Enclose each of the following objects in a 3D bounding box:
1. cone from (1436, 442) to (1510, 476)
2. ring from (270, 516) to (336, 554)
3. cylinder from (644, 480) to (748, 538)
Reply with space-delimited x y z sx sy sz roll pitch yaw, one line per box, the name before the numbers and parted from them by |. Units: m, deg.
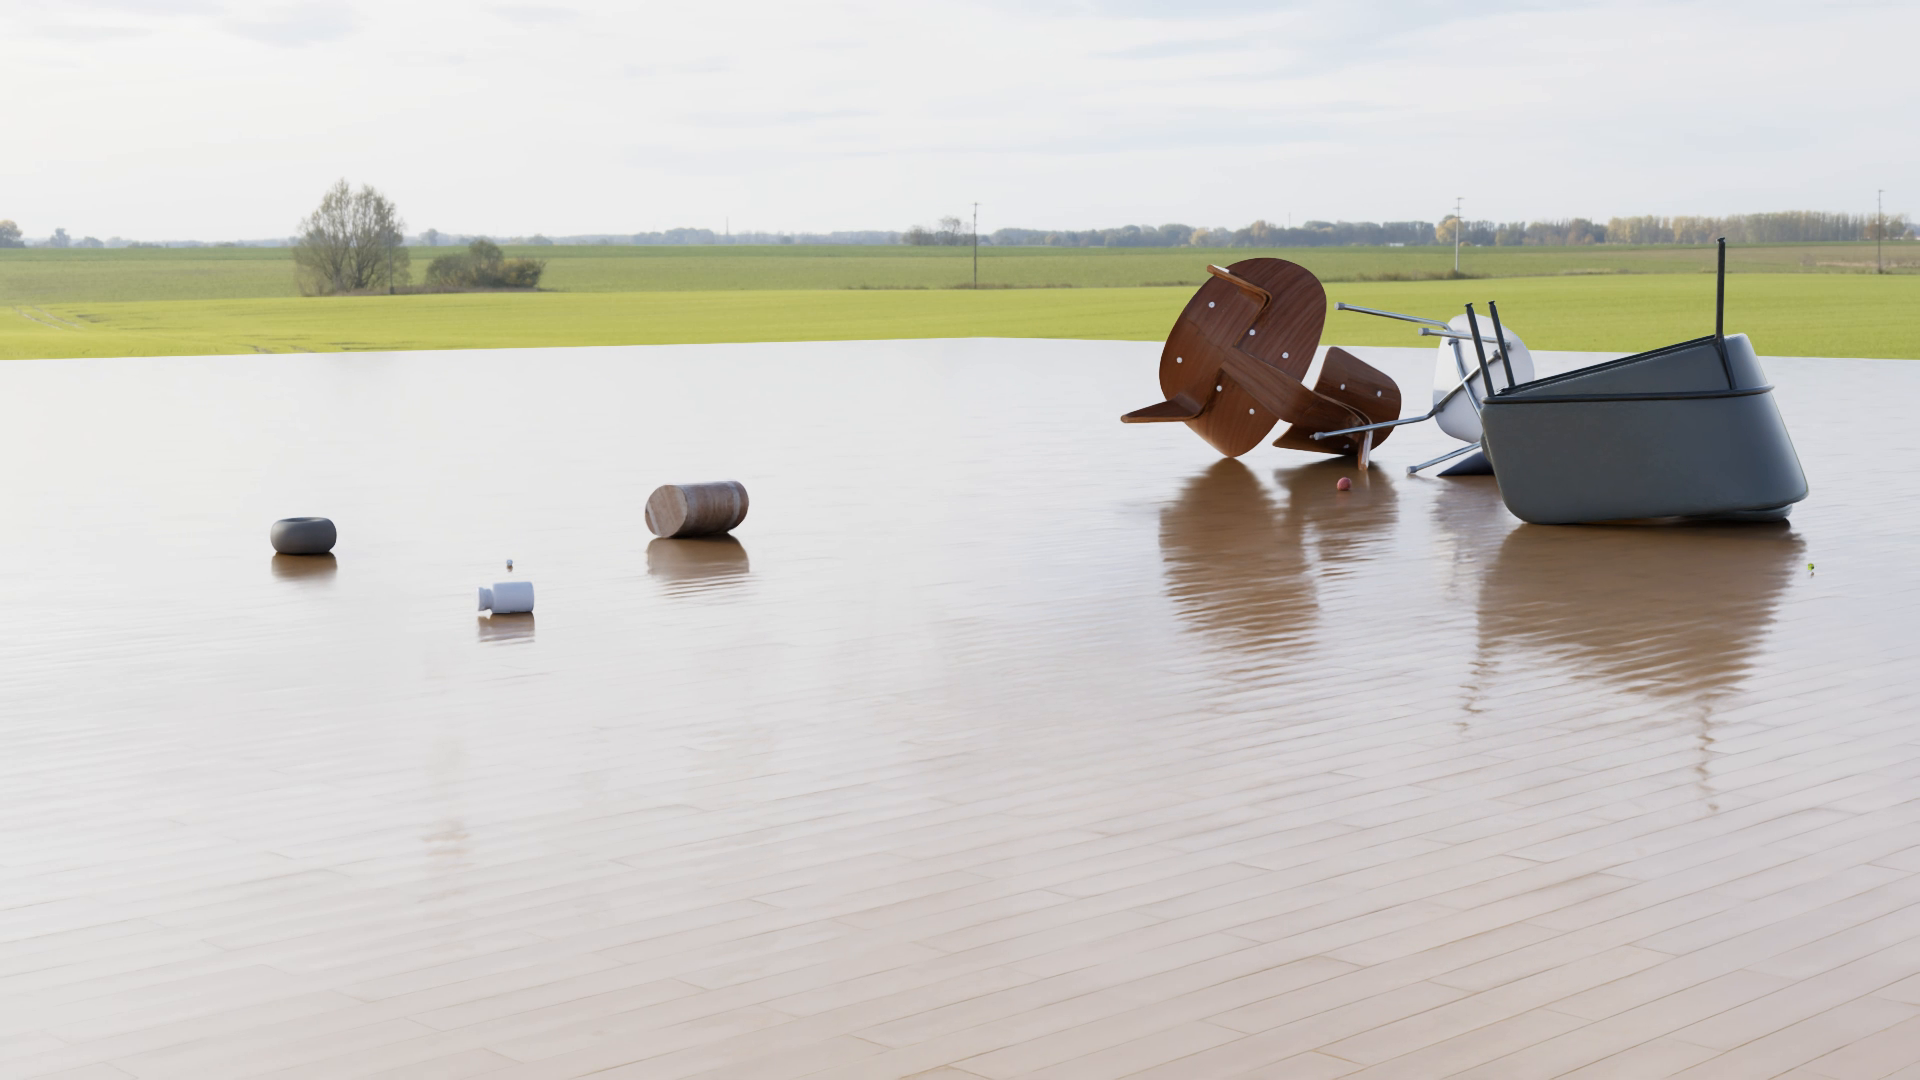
cone | 1.685 -0.243 8.515 0.264 0.104 0.124 -15 -8 -22
ring | -1.573 -0.011 6.147 0.155 0.077 0.235 -4 6 -19
cylinder | -0.670 -0.081 6.532 0.211 0.129 0.168 -6 -17 -47
